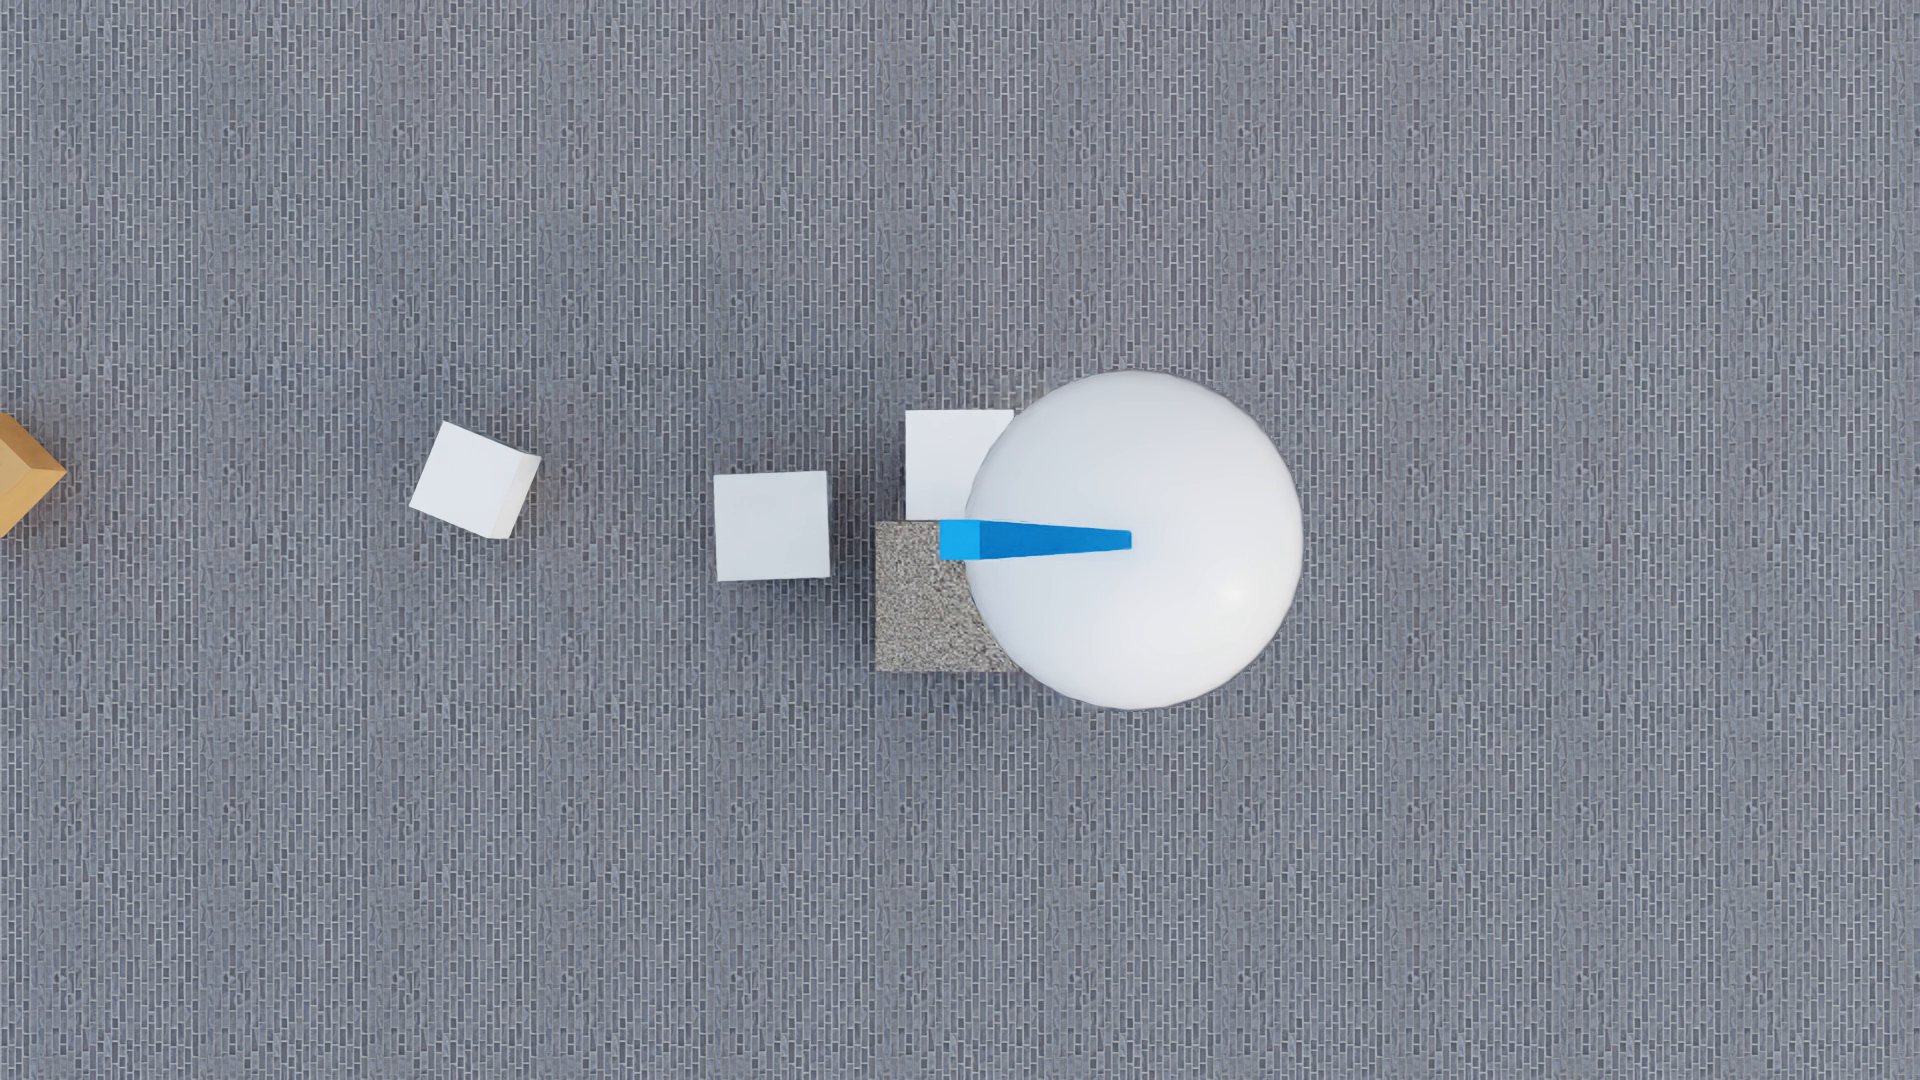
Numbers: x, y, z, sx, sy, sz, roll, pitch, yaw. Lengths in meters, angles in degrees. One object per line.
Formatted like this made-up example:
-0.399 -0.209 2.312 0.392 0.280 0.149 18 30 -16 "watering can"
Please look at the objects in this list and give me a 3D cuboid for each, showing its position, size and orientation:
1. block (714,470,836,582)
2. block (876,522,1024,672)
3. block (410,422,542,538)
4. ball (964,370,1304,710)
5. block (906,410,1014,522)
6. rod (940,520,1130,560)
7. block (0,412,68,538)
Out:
-1.068 -0.079 12.738 0.638 0.524 0.602 -2 90 0 "block"
-0.017 0.316 12.633 0.911 0.734 0.834 0 90 0 "block"
-2.795 -0.341 12.721 0.487 0.557 0.522 22 90 0 "block"
0.810 0.000 10.344 1.600 1.600 1.600 0 90 0 "ball"
-0.003 -0.422 12.716 0.609 0.568 0.622 0 90 0 "block"
0.351 0.000 6.975 0.080 5.200 0.080 0 90 8 "rod"
-5.641 -0.381 12.745 0.487 0.509 0.548 45 90 0 "block"
